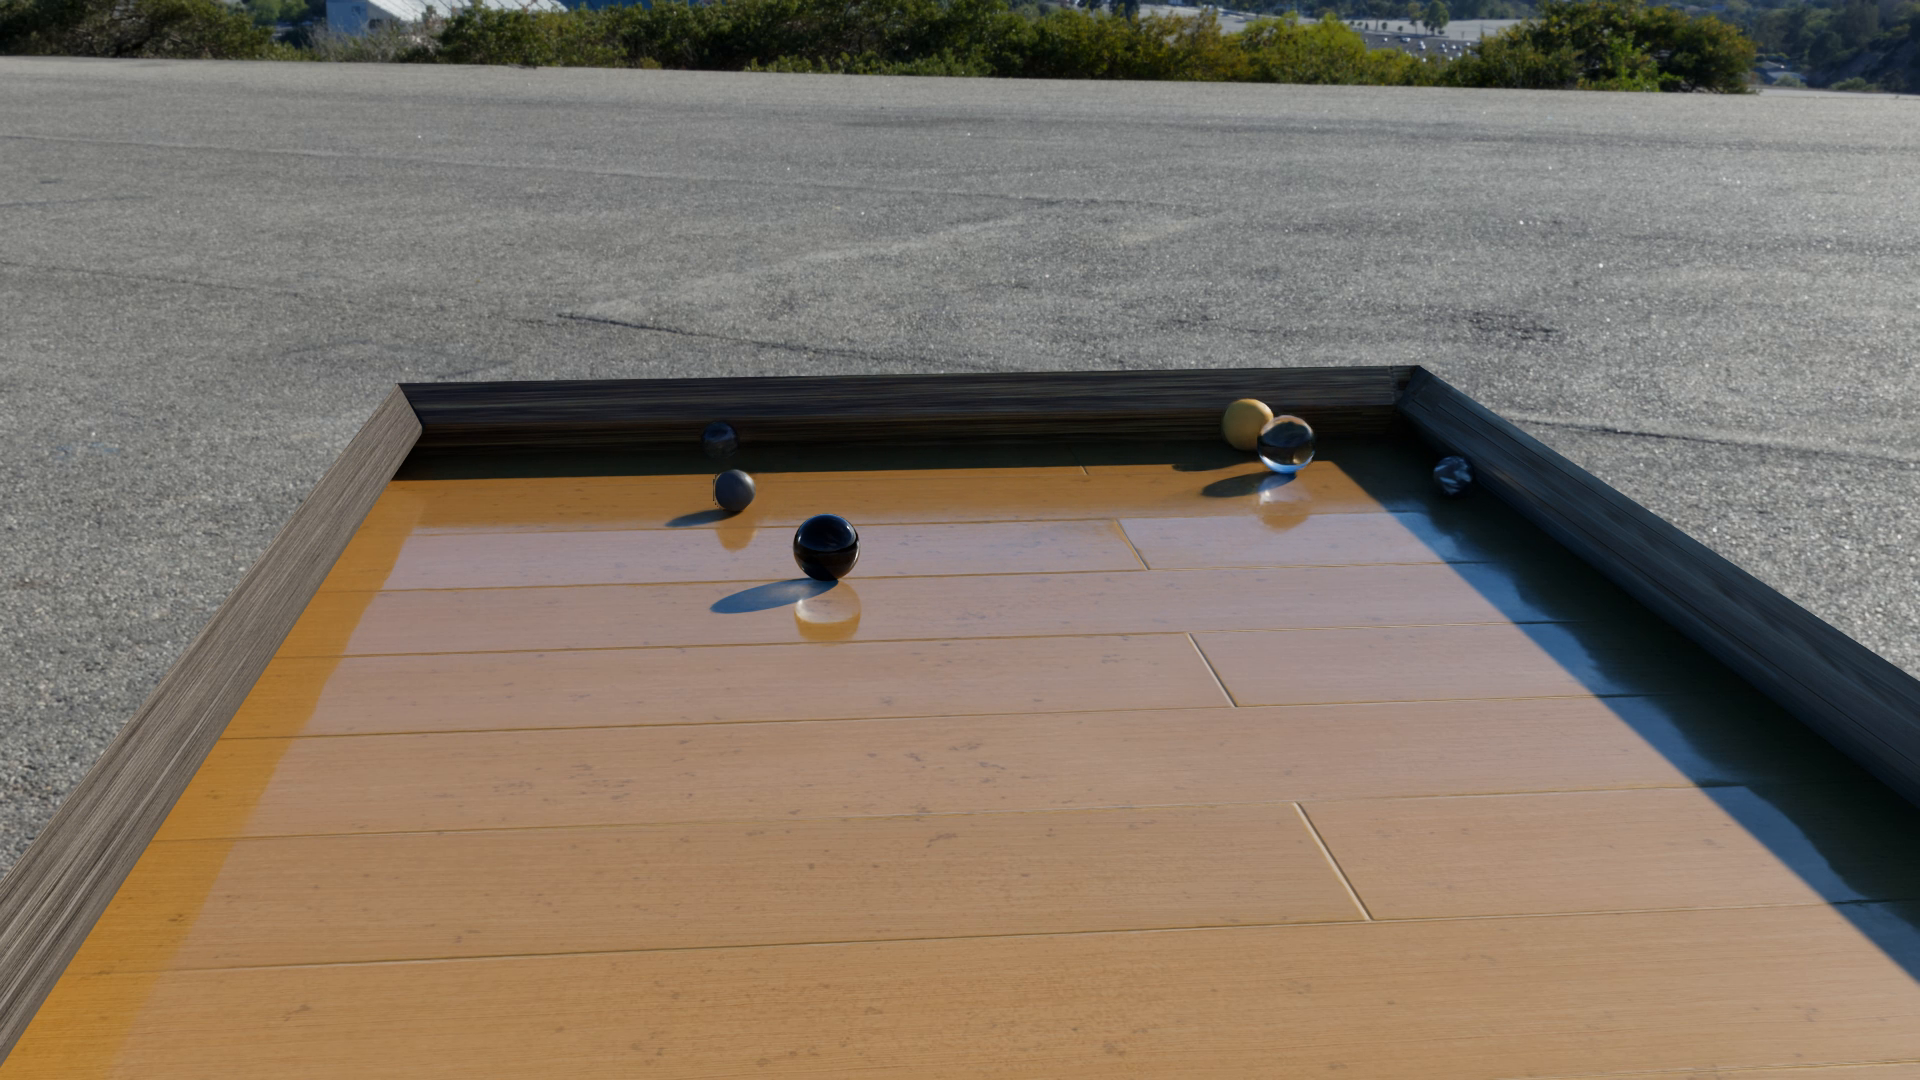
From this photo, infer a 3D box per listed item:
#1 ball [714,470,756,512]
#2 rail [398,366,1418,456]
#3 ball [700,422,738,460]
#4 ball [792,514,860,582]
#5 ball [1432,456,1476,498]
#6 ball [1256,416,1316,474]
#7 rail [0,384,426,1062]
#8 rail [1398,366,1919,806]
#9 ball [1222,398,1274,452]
[{"bbox_3d":[-0.302,-0.067,2.955,0.055,0.055,0.055,0,15,0],"label":"ball"},{"bbox_3d":[-0.061,-0.191,3.308,1.547,0.109,0.045,-1,15,-5],"label":"rail"},{"bbox_3d":[-0.355,-0.147,3.251,0.056,0.056,0.056,0,15,0],"label":"ball"},{"bbox_3d":[-0.159,0.009,2.629,0.081,0.081,0.081,0,15,0],"label":"ball"},{"bbox_3d":[0.679,-0.087,3.025,0.058,0.058,0.058,0,15,0],"label":"ball"},{"bbox_3d":[0.469,-0.137,3.159,0.084,0.084,0.084,0,15,0],"label":"ball"},{"bbox_3d":[-0.684,0.175,1.960,0.045,0.109,2.714,-1,15,-5],"label":"rail"},{"bbox_3d":[0.810,0.139,2.094,0.045,0.109,2.714,-1,15,-5],"label":"rail"},{"bbox_3d":[0.433,-0.172,3.298,0.080,0.080,0.080,0,15,0],"label":"ball"}]
